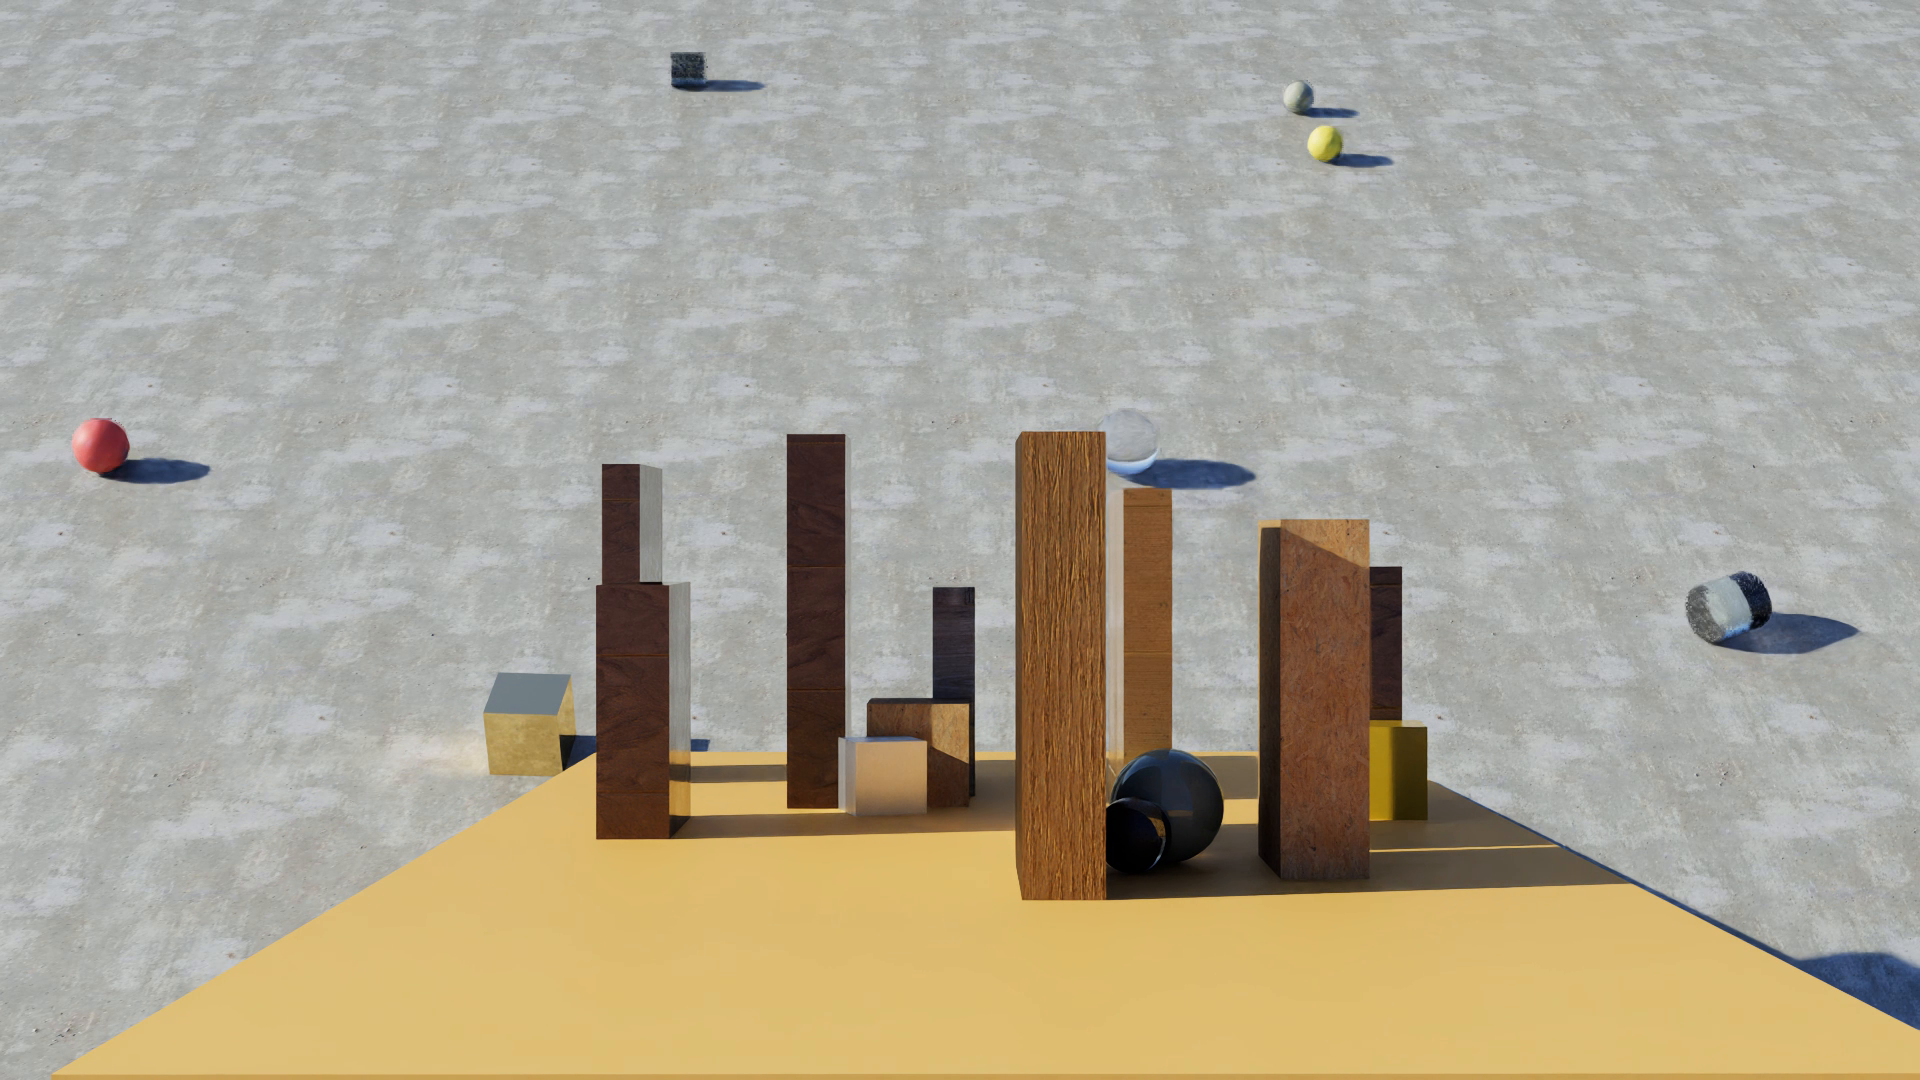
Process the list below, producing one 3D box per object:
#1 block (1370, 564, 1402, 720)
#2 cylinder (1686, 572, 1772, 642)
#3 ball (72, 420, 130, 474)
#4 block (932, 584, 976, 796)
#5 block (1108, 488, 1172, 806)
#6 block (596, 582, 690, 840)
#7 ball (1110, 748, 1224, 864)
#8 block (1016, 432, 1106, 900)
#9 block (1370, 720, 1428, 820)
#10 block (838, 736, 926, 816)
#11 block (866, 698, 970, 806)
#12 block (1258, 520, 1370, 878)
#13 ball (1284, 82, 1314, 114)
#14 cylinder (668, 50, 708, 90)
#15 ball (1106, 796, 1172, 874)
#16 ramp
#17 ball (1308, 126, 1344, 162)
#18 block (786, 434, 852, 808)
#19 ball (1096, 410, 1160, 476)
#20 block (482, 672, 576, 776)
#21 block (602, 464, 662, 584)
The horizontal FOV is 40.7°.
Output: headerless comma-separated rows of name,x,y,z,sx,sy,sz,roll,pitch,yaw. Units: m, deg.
block,0.844,0.299,5.358,0.098,0.492,0.264,0,0,0
cylinder,2.162,0.189,7.282,0.164,0.164,0.164,-15,33,-25
ball,-2.696,-0.295,8.119,0.169,0.169,0.169,0,30,0
block,-0.013,0.322,5.722,0.090,0.445,0.442,0,0,0
block,0.325,0.228,4.694,0.084,0.635,0.444,0,0,0
block,-0.597,0.314,4.904,0.133,0.464,0.377,0,0,0
ball,0.350,0.449,4.375,0.194,0.194,0.194,0,30,0
block,0.157,0.191,4.144,0.127,0.711,0.447,0,0,0
block,0.828,0.454,5.132,0.181,0.181,0.181,0,0,5
block,-0.156,0.473,5.197,0.146,0.146,0.146,0,0,-16
block,-0.085,0.440,5.396,0.210,0.210,0.210,0,0,1
block,0.588,0.256,4.325,0.143,0.579,0.311,0,0,0
ball,1.426,-1.864,10.894,0.131,0.131,0.131,0,30,0
cylinder,-1.174,-2.031,11.174,0.141,0.141,0.141,-16,32,-4
ball,0.284,0.483,4.234,0.126,0.126,0.126,0,30,0
ramp,0.067,0.596,4.652,2.000,0.100,4.000,0,0,0
ball,1.471,-1.596,10.417,0.141,0.141,0.141,0,30,0
block,-0.292,0.165,5.401,0.119,0.761,0.300,0,0,0
ball,0.521,-0.303,8.095,0.207,0.207,0.207,0,30,0
block,-1.120,0.480,6.745,0.192,0.192,0.192,2,30,3
block,-0.756,0.188,5.989,0.085,0.715,0.441,0,0,0
